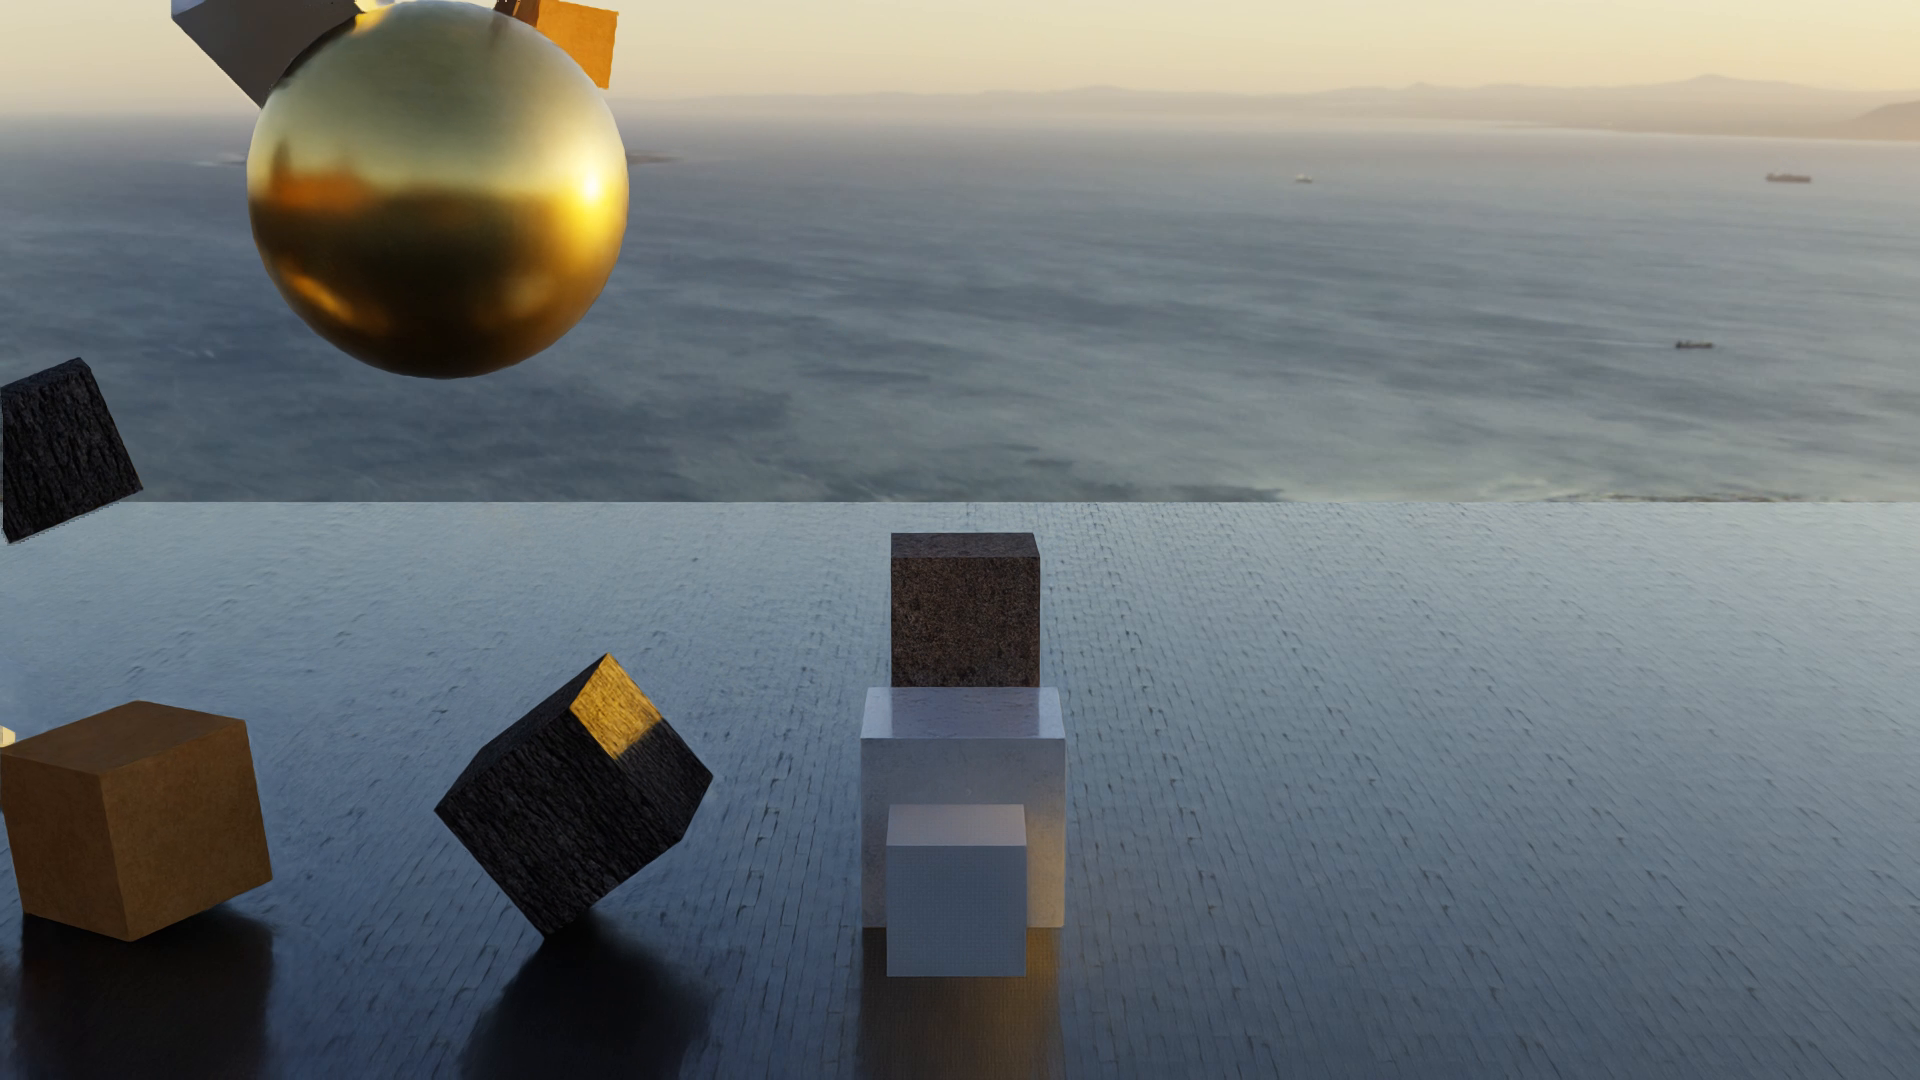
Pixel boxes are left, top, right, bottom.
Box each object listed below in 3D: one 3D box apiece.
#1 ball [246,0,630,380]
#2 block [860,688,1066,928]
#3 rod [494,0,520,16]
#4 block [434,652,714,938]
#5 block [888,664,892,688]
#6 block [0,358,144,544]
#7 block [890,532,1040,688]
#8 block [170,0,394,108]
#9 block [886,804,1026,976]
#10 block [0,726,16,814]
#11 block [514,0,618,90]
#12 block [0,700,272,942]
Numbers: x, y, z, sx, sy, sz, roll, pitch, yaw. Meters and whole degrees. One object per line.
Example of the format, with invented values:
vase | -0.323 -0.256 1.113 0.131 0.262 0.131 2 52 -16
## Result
ball | -2.209 -1.483 10.911 1.600 1.600 1.600 0 10 0
block | 0.012 1.135 11.050 0.842 0.814 0.894 0 10 0
rod | -0.957 -4.594 10.345 0.080 5.200 0.080 21 10 -4
block | -1.599 1.058 10.731 0.743 0.705 0.702 -37 10 14
block | -0.012 0.981 12.413 0.672 0.629 0.664 0 10 0
block | -3.857 -0.387 10.815 0.571 0.551 0.548 -25 17 -18
block | 0.018 0.346 12.309 0.696 0.658 0.654 0 10 -1
block | -2.958 -2.417 11.228 0.693 0.578 0.684 -21 -33 12
block | -0.013 1.405 10.343 0.550 0.535 0.574 0 10 0
block | -4.505 1.038 11.168 0.538 0.496 0.501 35 16 -33
block | -1.874 -2.293 11.808 0.407 0.353 0.398 2 10 -40
block | -3.491 1.168 10.838 0.764 0.721 0.719 5 18 37
